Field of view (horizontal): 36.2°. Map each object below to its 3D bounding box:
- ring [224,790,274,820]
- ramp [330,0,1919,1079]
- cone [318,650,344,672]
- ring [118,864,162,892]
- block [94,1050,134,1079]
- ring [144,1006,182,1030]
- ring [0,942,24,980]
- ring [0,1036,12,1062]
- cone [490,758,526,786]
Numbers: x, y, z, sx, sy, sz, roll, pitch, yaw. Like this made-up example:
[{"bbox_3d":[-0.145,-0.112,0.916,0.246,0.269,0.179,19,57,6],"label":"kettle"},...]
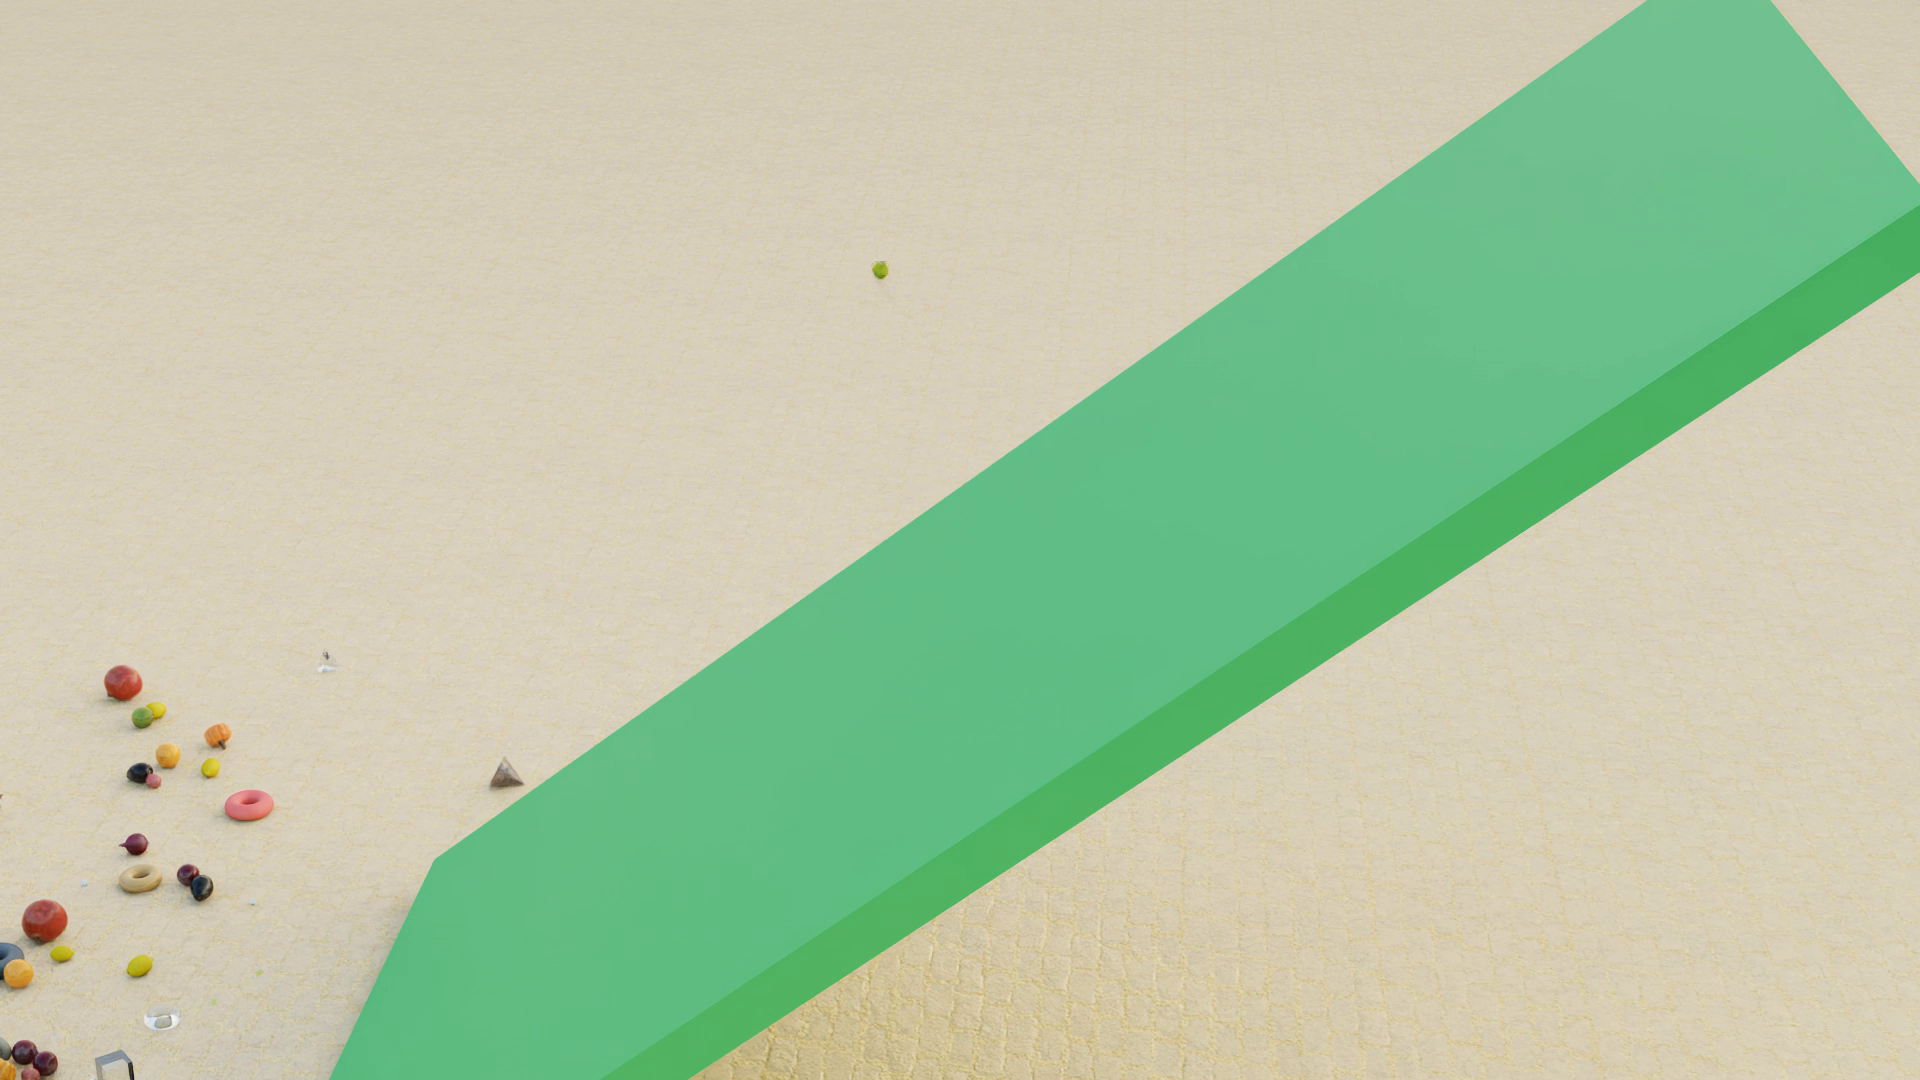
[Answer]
[{"bbox_3d":[-1.987,0.741,8.223,0.135,0.045,0.135,1,23,0],"label":"ring"},{"bbox_3d":[0.125,0.182,6.331,4.000,0.100,2.000,-35,16,17],"label":"ramp"},{"bbox_3d":[-1.931,0.384,9.073,0.072,0.072,0.072,19,13,-29],"label":"cone"},{"bbox_3d":[-2.188,0.904,7.853,0.114,0.038,0.114,-1,24,0],"label":"ring"},{"bbox_3d":[-2.004,1.262,6.977,0.067,0.067,0.067,-16,28,-33],"label":"block"},{"bbox_3d":[-1.959,1.174,7.230,0.090,0.030,0.090,1,23,-1],"label":"ring"},{"bbox_3d":[-2.444,1.069,7.455,0.141,0.047,0.141,0,25,0],"label":"ring"},{"bbox_3d":[-2.312,1.221,7.067,0.076,0.076,0.025,10,34,22],"label":"ring"},{"bbox_3d":[-1.279,0.678,8.377,0.091,0.091,0.091,27,24,-4],"label":"cone"}]
